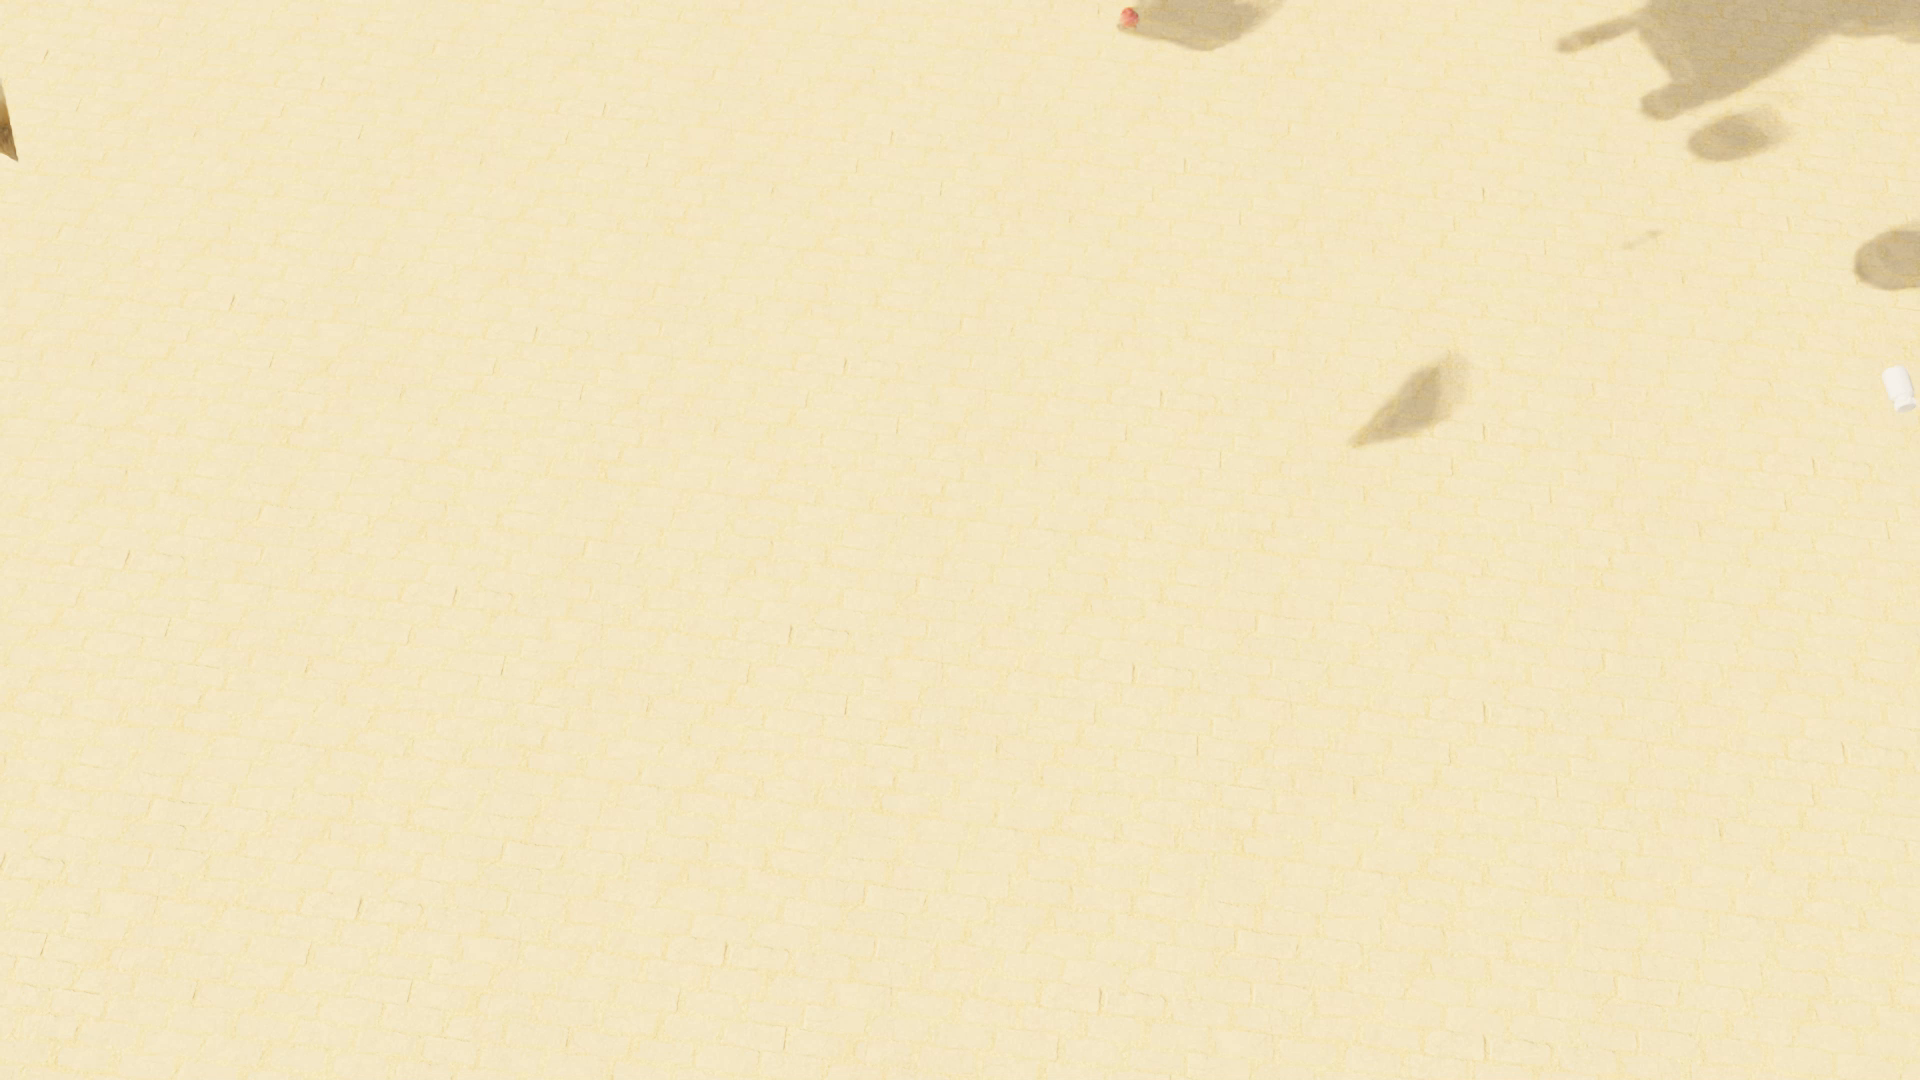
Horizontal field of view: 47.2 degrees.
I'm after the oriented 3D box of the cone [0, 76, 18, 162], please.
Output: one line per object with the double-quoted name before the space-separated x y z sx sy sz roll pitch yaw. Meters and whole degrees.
"cone" -1.536 -0.708 3.386 0.131 0.351 0.315 13 58 19
